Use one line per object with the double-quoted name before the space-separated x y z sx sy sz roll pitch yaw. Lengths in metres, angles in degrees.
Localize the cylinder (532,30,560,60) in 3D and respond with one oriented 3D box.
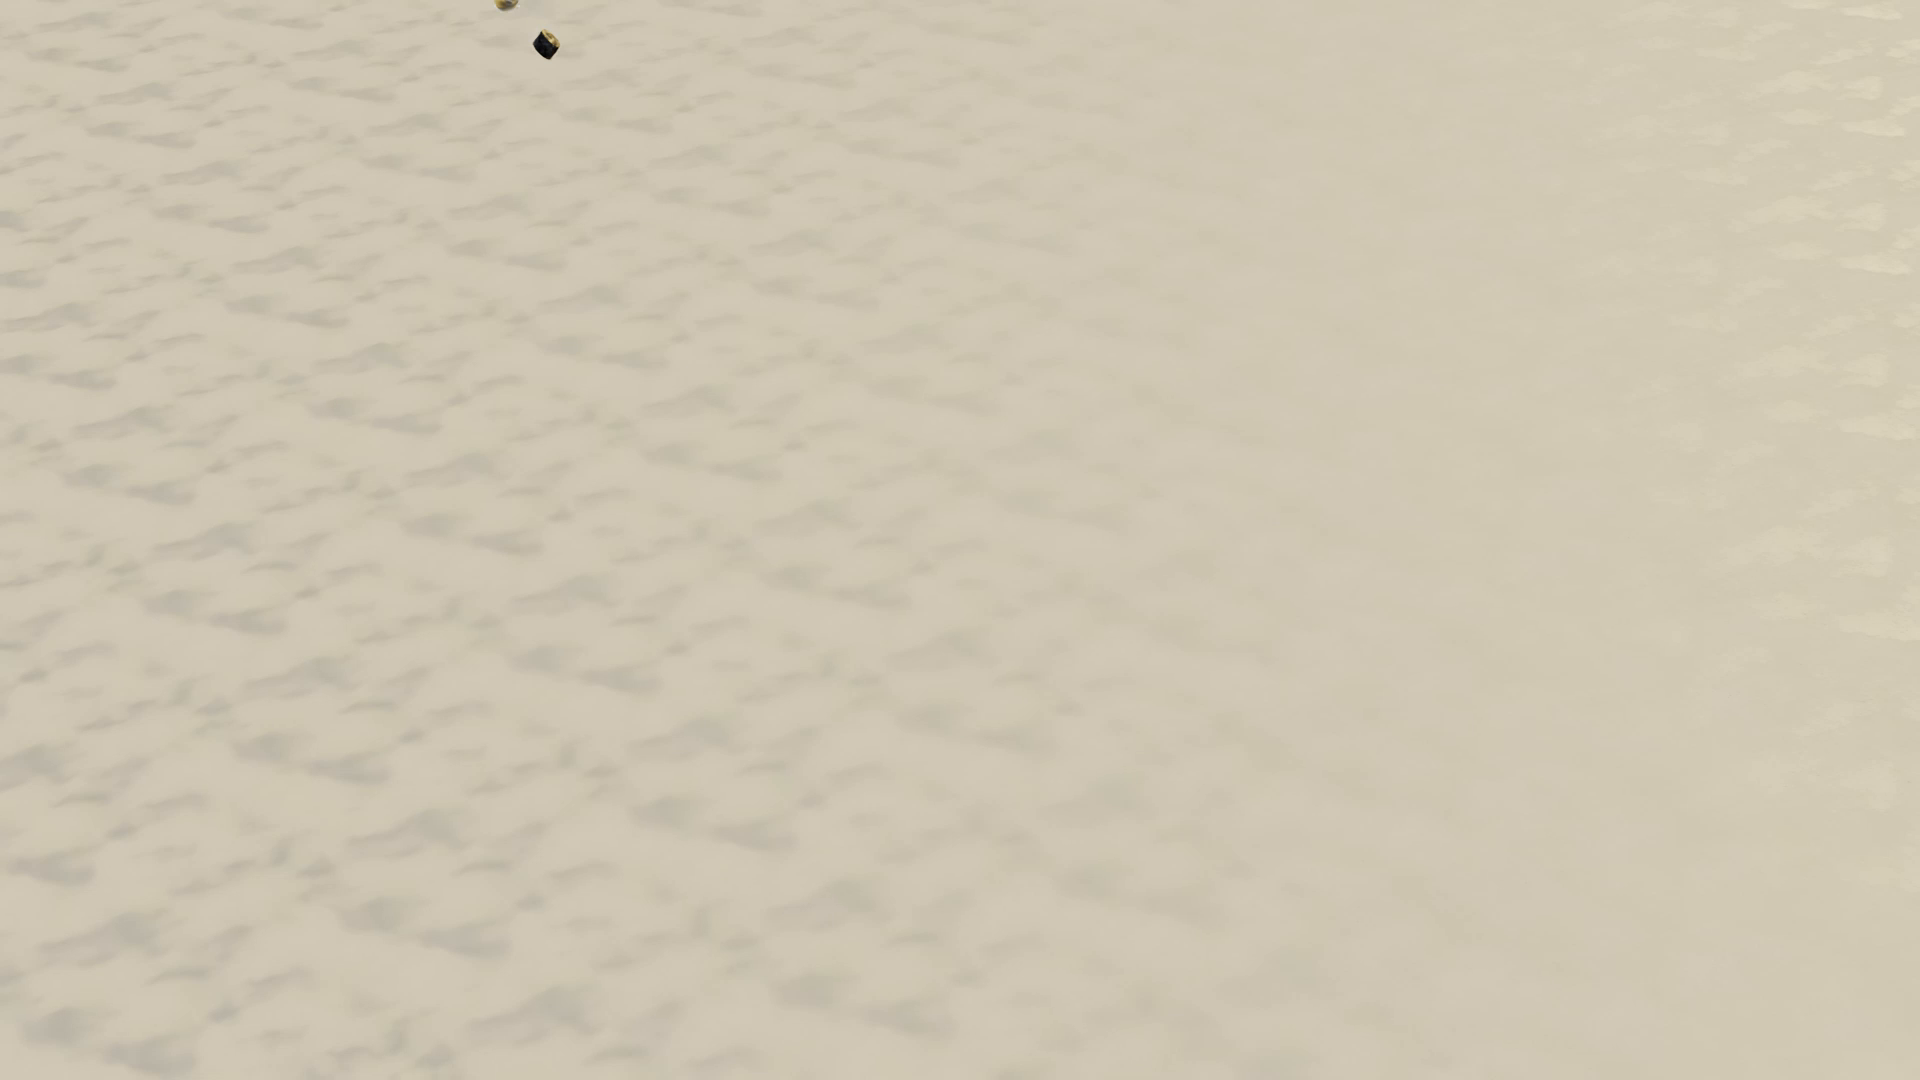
"cylinder" -1.382 -1.656 9.799 0.081 0.066 0.042 47 40 -1
